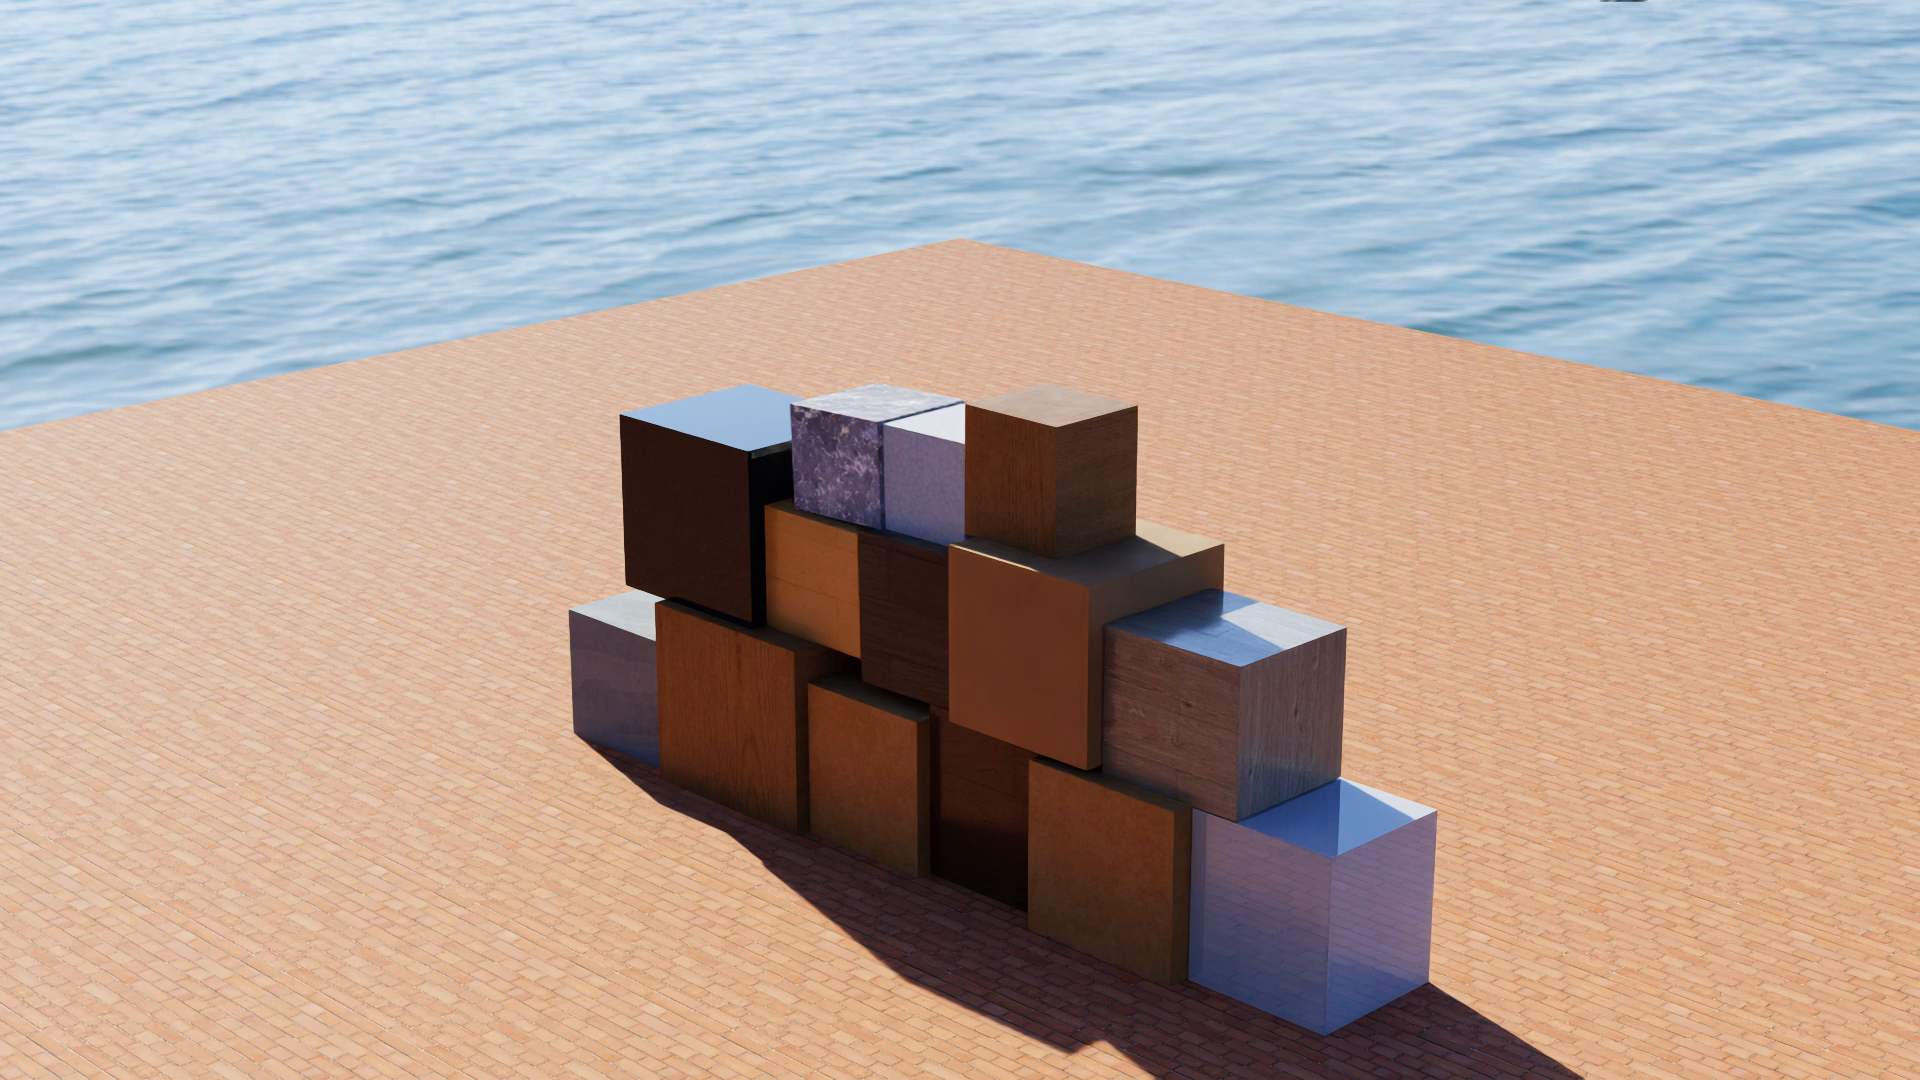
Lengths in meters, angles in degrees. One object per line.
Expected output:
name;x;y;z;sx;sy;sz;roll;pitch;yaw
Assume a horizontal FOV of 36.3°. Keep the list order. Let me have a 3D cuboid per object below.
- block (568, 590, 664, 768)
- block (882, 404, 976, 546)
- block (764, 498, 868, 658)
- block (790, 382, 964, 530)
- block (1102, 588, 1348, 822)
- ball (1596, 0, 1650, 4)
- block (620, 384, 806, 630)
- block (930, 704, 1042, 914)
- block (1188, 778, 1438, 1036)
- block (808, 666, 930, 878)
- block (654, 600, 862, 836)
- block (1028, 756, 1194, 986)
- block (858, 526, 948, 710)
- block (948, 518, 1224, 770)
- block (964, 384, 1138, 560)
block;-1.442;0.678;15.057;0.776;0.678;0.798;-17;24;-42
block;0.012;-0.290;13.263;0.498;0.493;0.508;-17;23;-42
block;-0.452;0.120;13.872;0.672;0.599;0.649;-17;24;-42
block;-0.378;-0.397;13.640;0.554;0.504;0.586;-17;22;-42
block;1.116;0.682;12.406;0.695;0.675;0.739;-17;24;-42
ball;3.645;-3.739;15.987;1.600;1.600;1.600;0;17;0
block;-1.028;-0.183;14.368;0.832;0.879;0.952;-17;24;-42
block;0.354;1.140;13.334;0.675;0.830;0.706;-17;24;-42
block;1.475;1.491;12.292;0.705;0.785;0.731;-17;24;-42
block;-0.166;1.021;13.831;0.809;0.759;0.732;-17;24;-42
block;-0.801;0.756;14.394;0.929;0.927;1.017;-17;24;-42
block;0.894;1.326;12.805;0.856;0.793;0.831;-17;24;-42
block;0.017;0.294;13.440;0.690;0.727;0.658;-17;23;-42
block;0.553;0.409;12.909;0.874;0.820;0.831;-17;24;-42
block;0.398;-0.308;12.836;0.518;0.590;0.547;-17;24;-42
